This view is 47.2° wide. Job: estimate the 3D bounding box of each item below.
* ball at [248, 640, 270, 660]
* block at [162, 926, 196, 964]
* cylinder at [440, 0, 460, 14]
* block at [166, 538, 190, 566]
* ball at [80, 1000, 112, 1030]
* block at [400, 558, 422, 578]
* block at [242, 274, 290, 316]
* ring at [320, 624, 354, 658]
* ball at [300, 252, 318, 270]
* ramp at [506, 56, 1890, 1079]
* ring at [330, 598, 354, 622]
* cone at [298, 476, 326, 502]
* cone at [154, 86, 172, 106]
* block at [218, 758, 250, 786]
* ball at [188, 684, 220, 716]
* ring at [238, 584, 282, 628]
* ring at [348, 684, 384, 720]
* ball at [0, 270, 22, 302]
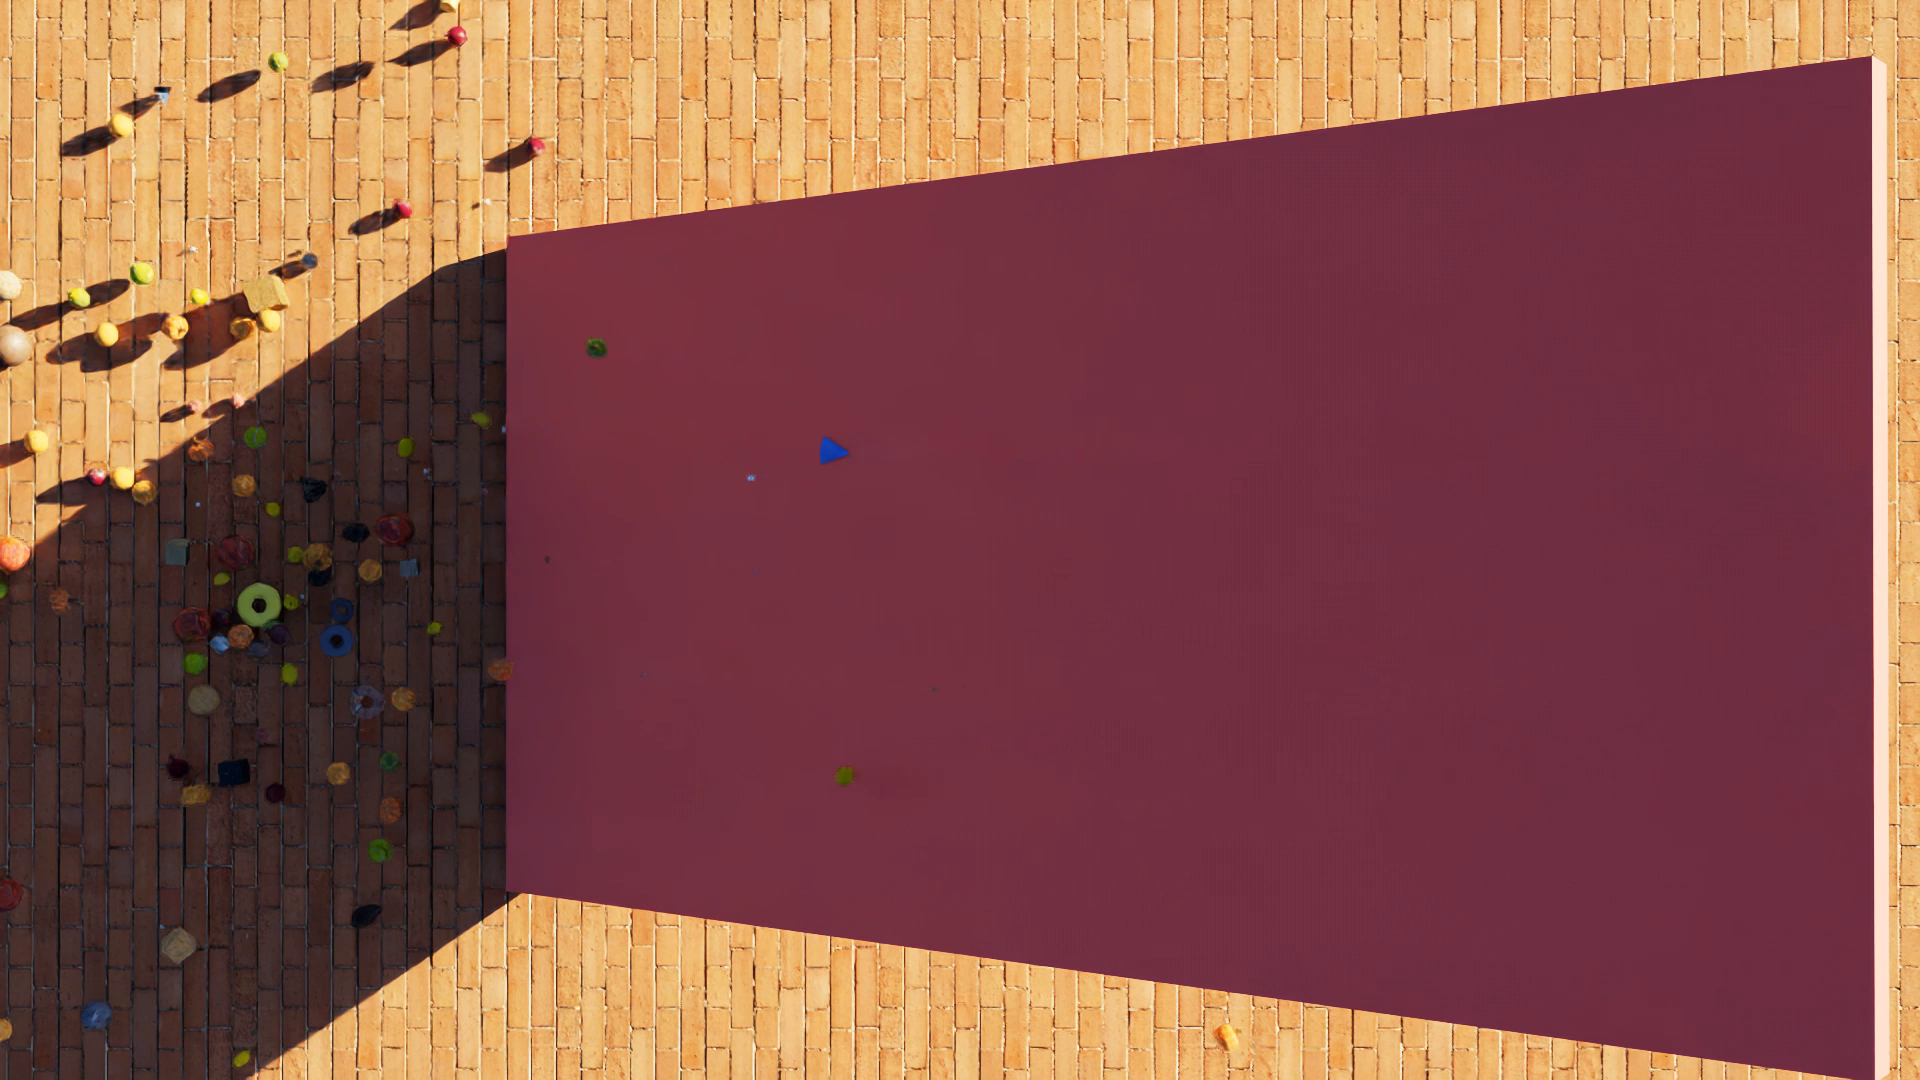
[{"bbox_3d":[-2.160,0.338,6.770,0.065,0.065,0.065,0,90,0],"label":"ball"},{"bbox_3d":[-2.391,1.240,6.730,0.068,0.068,0.068,-39,119,1],"label":"block"},{"bbox_3d":[-1.572,-1.662,6.782,0.052,0.052,0.052,17,63,0],"label":"cylinder"},{"bbox_3d":[-2.402,0.036,6.752,0.061,0.061,0.061,6,115,-7],"label":"block"},{"bbox_3d":[-2.652,1.459,6.751,0.088,0.088,0.088,0,90,0],"label":"ball"},{"bbox_3d":[-1.695,0.087,6.779,0.051,0.051,0.051,-7,90,0],"label":"block"},{"bbox_3d":[-2.133,-0.752,6.762,0.096,0.096,0.096,-19,90,0],"label":"block"},{"bbox_3d":[-1.923,0.311,6.786,0.103,0.034,0.103,0,90,1],"label":"ring"},{"bbox_3d":[-2.006,-0.860,6.784,0.053,0.053,0.053,0,90,0],"label":"ball"},{"bbox_3d":[0.226,0.064,5.543,4.000,0.100,2.000,0,89,38],"label":"ramp"},{"bbox_3d":[-1.909,0.217,6.791,0.078,0.026,0.078,0,90,-1],"label":"ring"},{"bbox_3d":[-2.012,-0.172,6.779,0.083,0.083,0.083,39,90,17],"label":"cone"},{"bbox_3d":[-2.457,-1.366,6.784,0.055,0.055,0.055,-10,85,0],"label":"cone"},{"bbox_3d":[-2.232,0.715,6.765,0.071,0.071,0.071,-7,90,0],"label":"block"},{"bbox_3d":[-2.322,0.492,6.754,0.096,0.096,0.096,0,90,0],"label":"ball"},{"bbox_3d":[-2.161,0.201,6.781,0.138,0.046,0.138,0,90,1],"label":"ring"},{"bbox_3d":[-1.830,0.500,6.783,0.111,0.037,0.111,0,91,1],"label":"ring"},{"bbox_3d":[-2.939,-0.782,6.763,0.094,0.094,0.094,0,90,0],"label":"ball"}]
